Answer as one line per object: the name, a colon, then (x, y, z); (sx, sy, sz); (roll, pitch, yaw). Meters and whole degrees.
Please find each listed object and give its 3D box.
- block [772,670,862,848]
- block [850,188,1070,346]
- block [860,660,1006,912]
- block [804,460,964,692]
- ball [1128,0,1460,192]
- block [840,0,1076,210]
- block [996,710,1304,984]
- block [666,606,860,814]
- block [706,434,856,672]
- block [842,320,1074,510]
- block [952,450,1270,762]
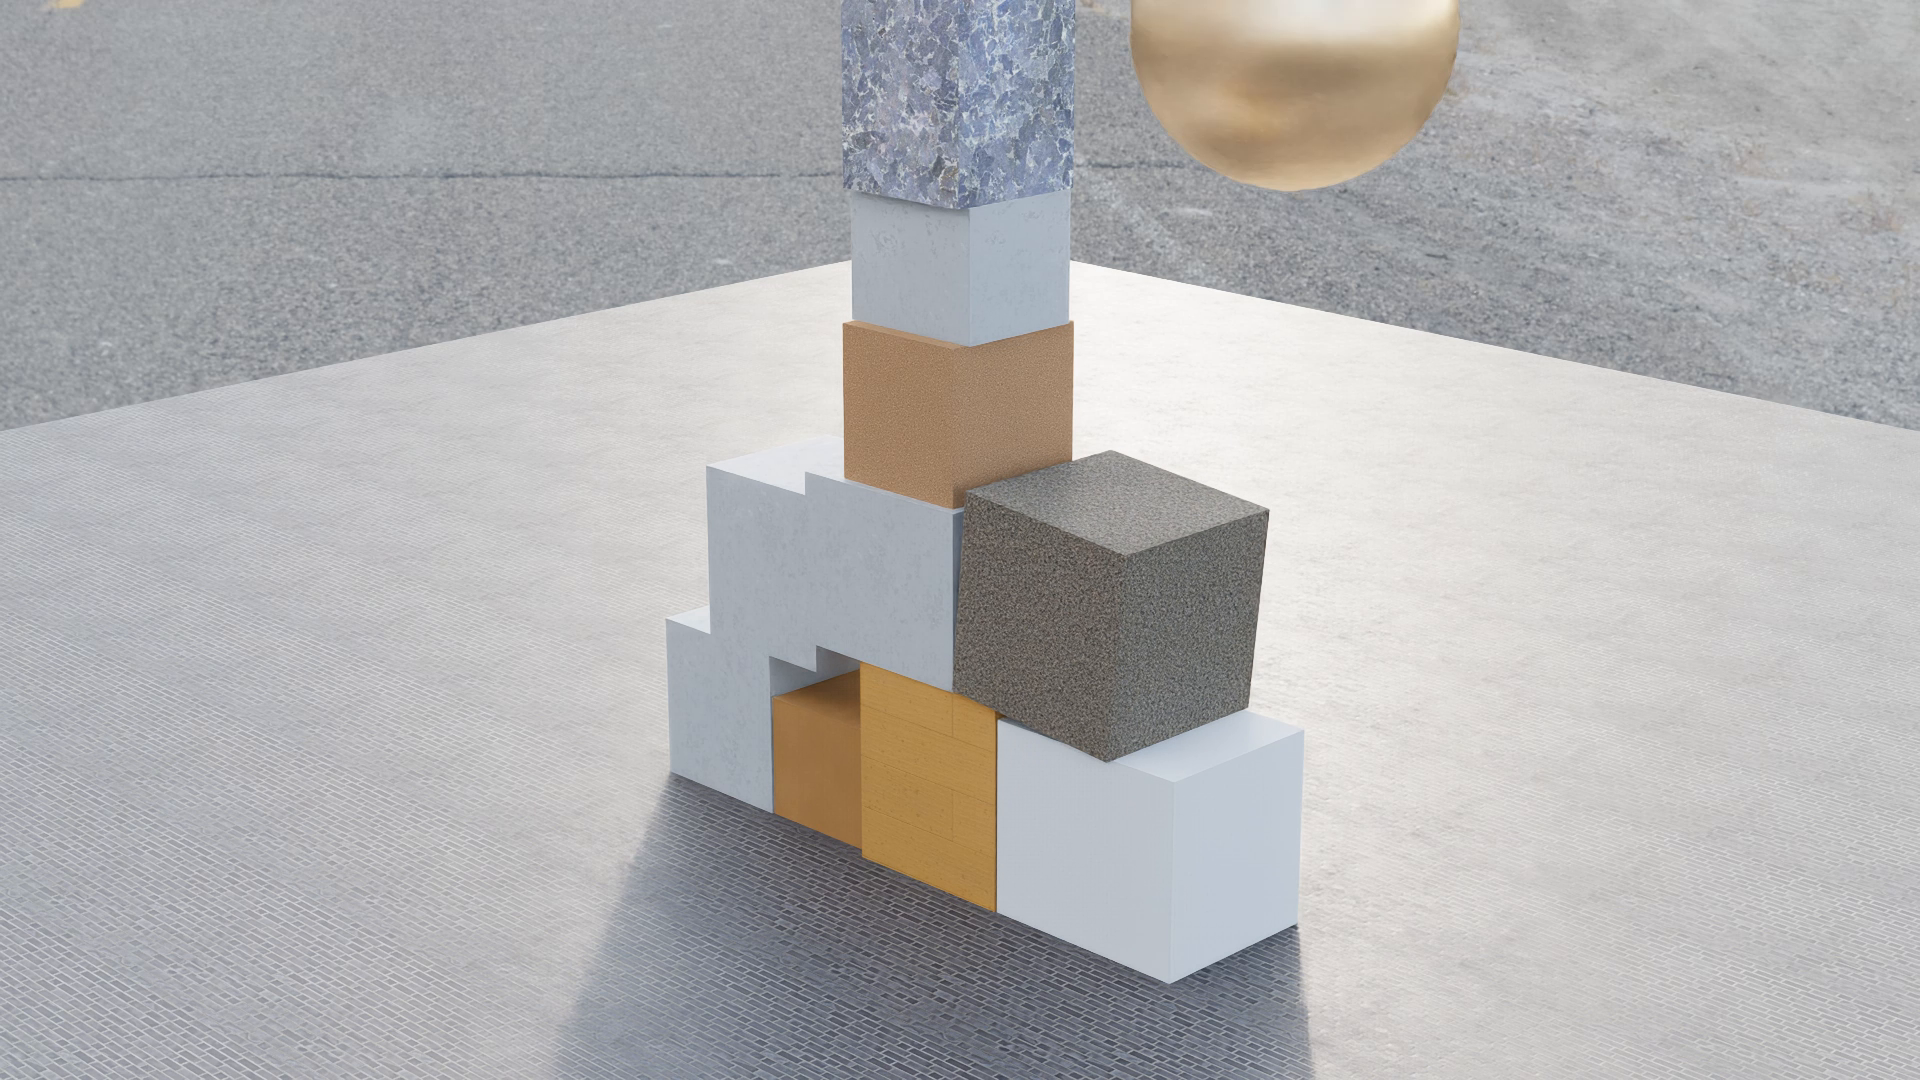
block: (-0.402, 1.029, 14.075); (0.719, 0.596, 0.667); (-17, 24, -42)
block: (0.001, -1.259, 12.947); (0.626, 0.601, 0.741); (-17, 24, -42)
block: (0.163, 1.006, 13.513); (0.889, 0.978, 0.861); (-17, 24, -42)
block: (-0.055, 0.087, 13.433); (0.889, 0.824, 0.953); (-17, 24, -42)
ball: (1.623, -2.502, 14.256); (1.600, 1.600, 1.600); (0, 17, 0)
block: (-0.008, -1.963, 12.716); (0.709, 0.880, 0.716); (-17, 24, -42)
block: (0.828, 1.239, 12.875); (0.859, 0.916, 1.019); (-17, 24, -42)
block: (-0.912, 0.772, 14.538); (0.751, 0.810, 0.768); (-17, 24, -42)
block: (-0.662, 0.048, 14.070); (0.784, 0.851, 0.761); (-17, 24, -42)
block: (-0.007, -0.628, 13.137); (0.763, 0.717, 0.695); (-17, 24, -42)
block: (0.648, 0.264, 12.753); (0.929, 0.937, 0.925); (-17, 29, -42)
